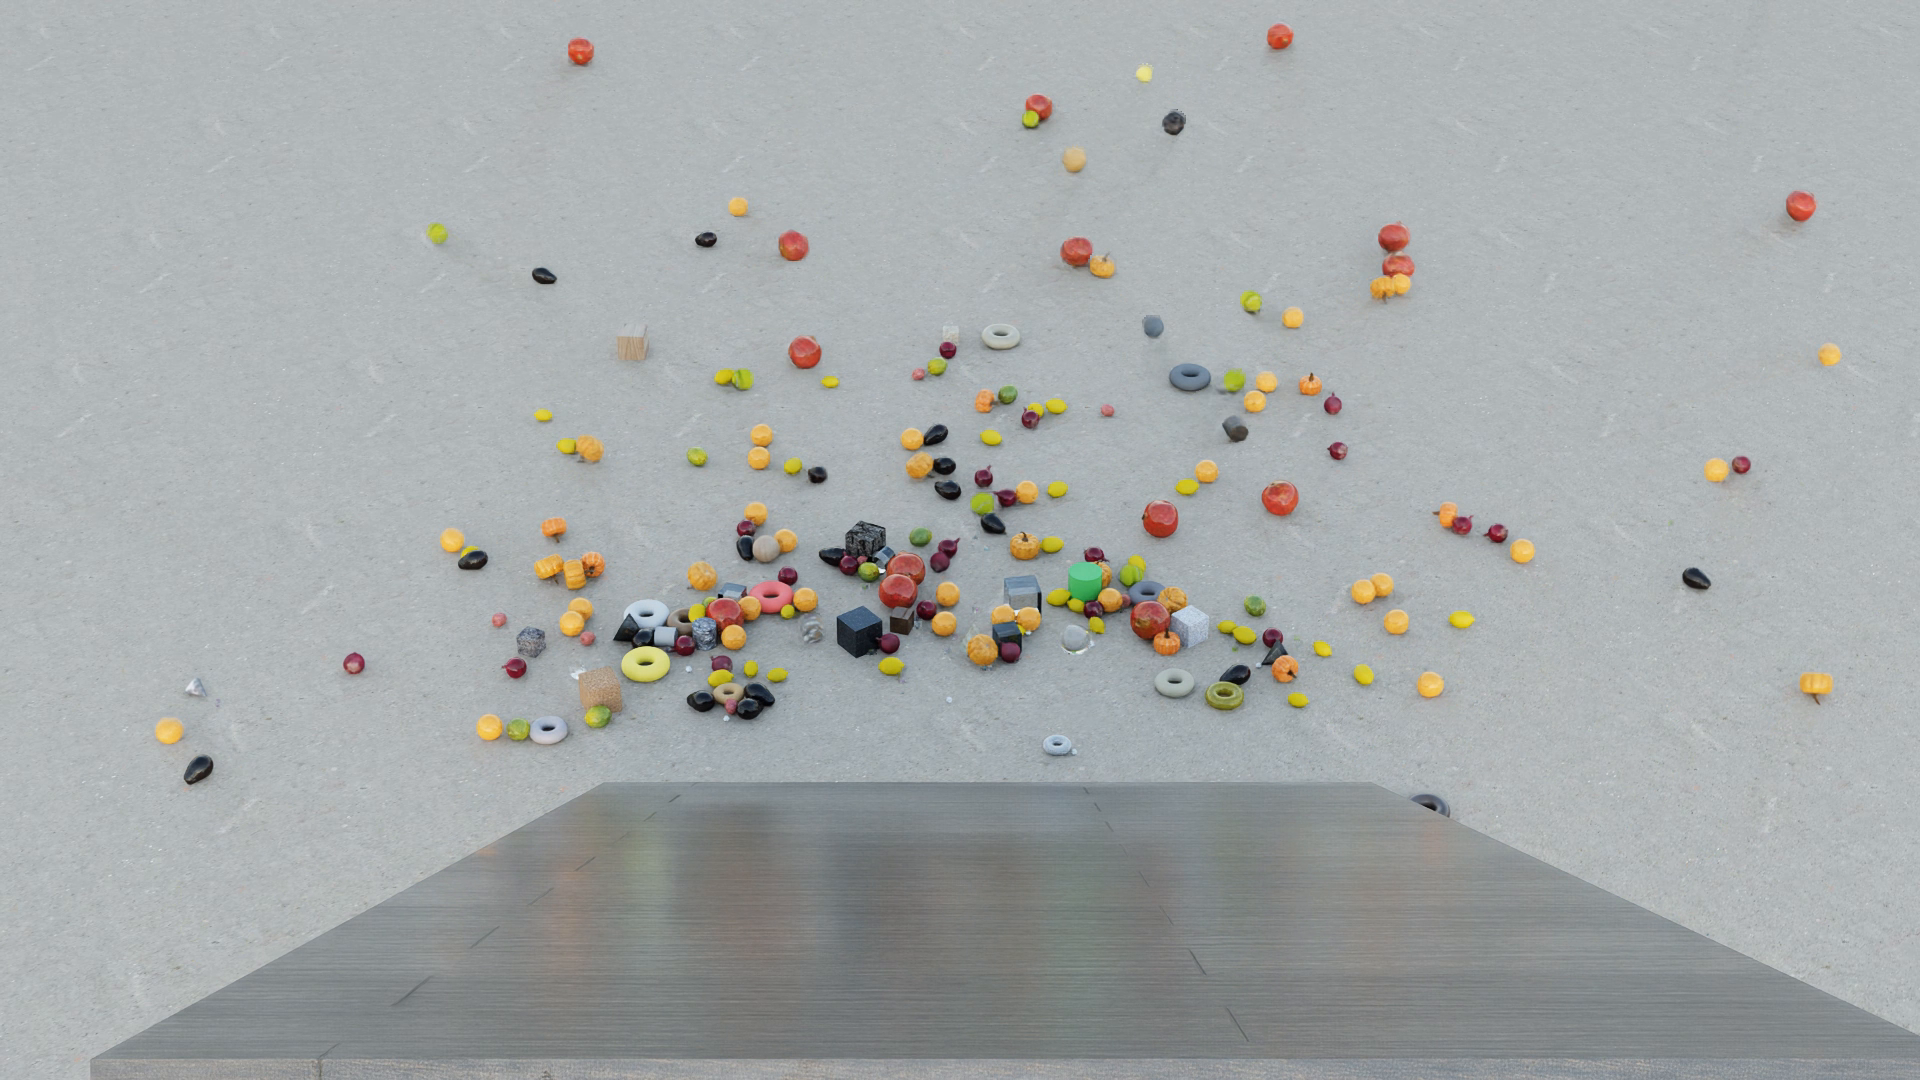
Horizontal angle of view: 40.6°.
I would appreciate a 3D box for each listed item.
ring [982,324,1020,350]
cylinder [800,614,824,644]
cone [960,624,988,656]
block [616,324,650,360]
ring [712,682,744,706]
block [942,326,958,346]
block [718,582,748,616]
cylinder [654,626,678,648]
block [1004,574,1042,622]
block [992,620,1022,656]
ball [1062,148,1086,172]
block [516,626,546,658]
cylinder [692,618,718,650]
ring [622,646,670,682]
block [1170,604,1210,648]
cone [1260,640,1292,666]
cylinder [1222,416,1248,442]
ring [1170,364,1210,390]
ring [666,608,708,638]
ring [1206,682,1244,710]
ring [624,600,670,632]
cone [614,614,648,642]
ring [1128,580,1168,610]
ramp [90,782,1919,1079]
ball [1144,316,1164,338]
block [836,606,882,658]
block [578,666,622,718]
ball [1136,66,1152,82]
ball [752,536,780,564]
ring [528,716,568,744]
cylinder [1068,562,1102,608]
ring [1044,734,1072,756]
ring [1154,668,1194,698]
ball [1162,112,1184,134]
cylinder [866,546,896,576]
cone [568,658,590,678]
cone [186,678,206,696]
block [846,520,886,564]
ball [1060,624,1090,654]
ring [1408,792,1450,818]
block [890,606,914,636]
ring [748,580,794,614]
[{"bbox_3d":[0.140,-0.699,8.908,0.136,0.045,0.136,1,33,-1],"label":"ring"},{"bbox_3d":[-0.425,0.254,7.433,0.062,0.062,0.062,-7,34,-11],"label":"cylinder"},{"bbox_3d":[0.040,0.271,7.387,0.083,0.083,0.083,0,33,0],"label":"cone"},{"bbox_3d":[-1.112,-0.674,8.828,0.090,0.090,0.090,3,33,4],"label":"block"},{"bbox_3d":[-0.641,0.428,7.196,0.089,0.030,0.089,0,32,0],"label":"ring"},{"bbox_3d":[-0.031,-0.699,8.901,0.052,0.052,0.052,-2,33,-3],"label":"block"},{"bbox_3d":[-0.662,0.171,7.557,0.064,0.064,0.064,11,35,16],"label":"block"},{"bbox_3d":[-0.838,0.277,7.402,0.057,0.057,0.057,4,33,6],"label":"cylinder"},{"bbox_3d":[0.182,0.169,7.534,0.092,0.092,0.092,-6,34,-9],"label":"block"},{"bbox_3d":[0.134,0.281,7.386,0.067,0.067,0.067,-10,34,-14],"label":"block"},{"bbox_3d":[0.444,-1.473,10.051,0.091,0.091,0.091,0,33,0],"label":"ball"},{"bbox_3d":[-1.220,0.290,7.380,0.058,0.058,0.058,14,36,21],"label":"block"},{"bbox_3d":[-0.729,0.268,7.403,0.069,0.069,0.069,0,33,0],"label":"cylinder"},{"bbox_3d":[-0.885,0.350,7.301,0.137,0.046,0.137,1,34,0],"label":"ring"},{"bbox_3d":[0.658,0.248,7.429,0.077,0.077,0.077,-24,40,-32],"label":"block"},{"bbox_3d":[0.884,0.333,7.334,0.081,0.081,0.081,-31,36,2],"label":"cone"},{"bbox_3d":[0.889,-0.359,8.369,0.063,0.063,0.063,-8,34,-12],"label":"cylinder"},{"bbox_3d":[0.769,-0.544,8.669,0.141,0.047,0.141,1,33,-1],"label":"ring"},{"bbox_3d":[-0.785,0.238,7.476,0.125,0.042,0.125,1,32,0],"label":"ring"},{"bbox_3d":[0.733,0.432,7.184,0.109,0.036,0.109,-1,34,1],"label":"ring"},{"bbox_3d":[-0.906,0.220,7.501,0.134,0.045,0.134,-1,34,0],"label":"ring"},{"bbox_3d":[-0.929,0.271,7.424,0.094,0.094,0.094,30,36,-3],"label":"cone"},{"bbox_3d":[0.550,0.162,7.594,0.120,0.040,0.120,-1,33,1],"label":"ring"},{"bbox_3d":[0.073,0.642,4.759,2.000,0.100,4.000,0,-1,0],"label":"ramp"},{"bbox_3d":[0.667,-0.734,8.938,0.070,0.070,0.070,0,33,0],"label":"ball"},{"bbox_3d":[-0.286,0.262,7.391,0.093,0.093,0.093,-23,39,-31],"label":"block"},{"bbox_3d":[-0.992,0.420,7.150,0.092,0.092,0.092,-13,35,-20],"label":"block"},{"bbox_3d":[0.768,-1.936,10.782,0.067,0.067,0.067,0,33,0],"label":"ball"},{"bbox_3d":[-0.580,0.028,7.760,0.083,0.083,0.083,0,33,0],"label":"ball"},{"bbox_3d":[-1.119,0.517,7.054,0.107,0.036,0.107,-1,32,1],"label":"ring"},{"bbox_3d":[0.366,0.132,7.586,0.098,0.098,0.098,0,33,0],"label":"cylinder"},{"bbox_3d":[0.263,0.554,7.006,0.077,0.026,0.077,-1,32,1],"label":"ring"},{"bbox_3d":[0.599,0.398,7.234,0.112,0.037,0.112,-1,33,1],"label":"ring"},{"bbox_3d":[0.851,-1.661,10.339,0.090,0.090,0.090,0,33,0],"label":"ball"},{"bbox_3d":[-0.235,0.062,7.723,0.066,0.066,0.066,16,37,24],"label":"cylinder"},{"bbox_3d":[-1.060,0.361,7.302,0.057,0.057,0.057,22,13,30],"label":"cone"},{"bbox_3d":[-2.113,0.420,7.213,0.054,0.054,0.054,37,42,6],"label":"cone"},{"bbox_3d":[-0.283,0.010,7.780,0.089,0.089,0.089,16,36,23],"label":"block"},{"bbox_3d":[0.326,0.283,7.367,0.085,0.085,0.085,0,33,0],"label":"ball"},{"bbox_3d":[1.217,0.705,6.762,0.122,0.041,0.122,0,34,0],"label":"ring"},{"bbox_3d":[-0.167,0.232,7.471,0.055,0.055,0.055,10,34,15],"label":"block"},{"bbox_3d":[-0.552,0.167,7.581,0.135,0.045,0.135,-1,34,0],"label":"ring"}]
